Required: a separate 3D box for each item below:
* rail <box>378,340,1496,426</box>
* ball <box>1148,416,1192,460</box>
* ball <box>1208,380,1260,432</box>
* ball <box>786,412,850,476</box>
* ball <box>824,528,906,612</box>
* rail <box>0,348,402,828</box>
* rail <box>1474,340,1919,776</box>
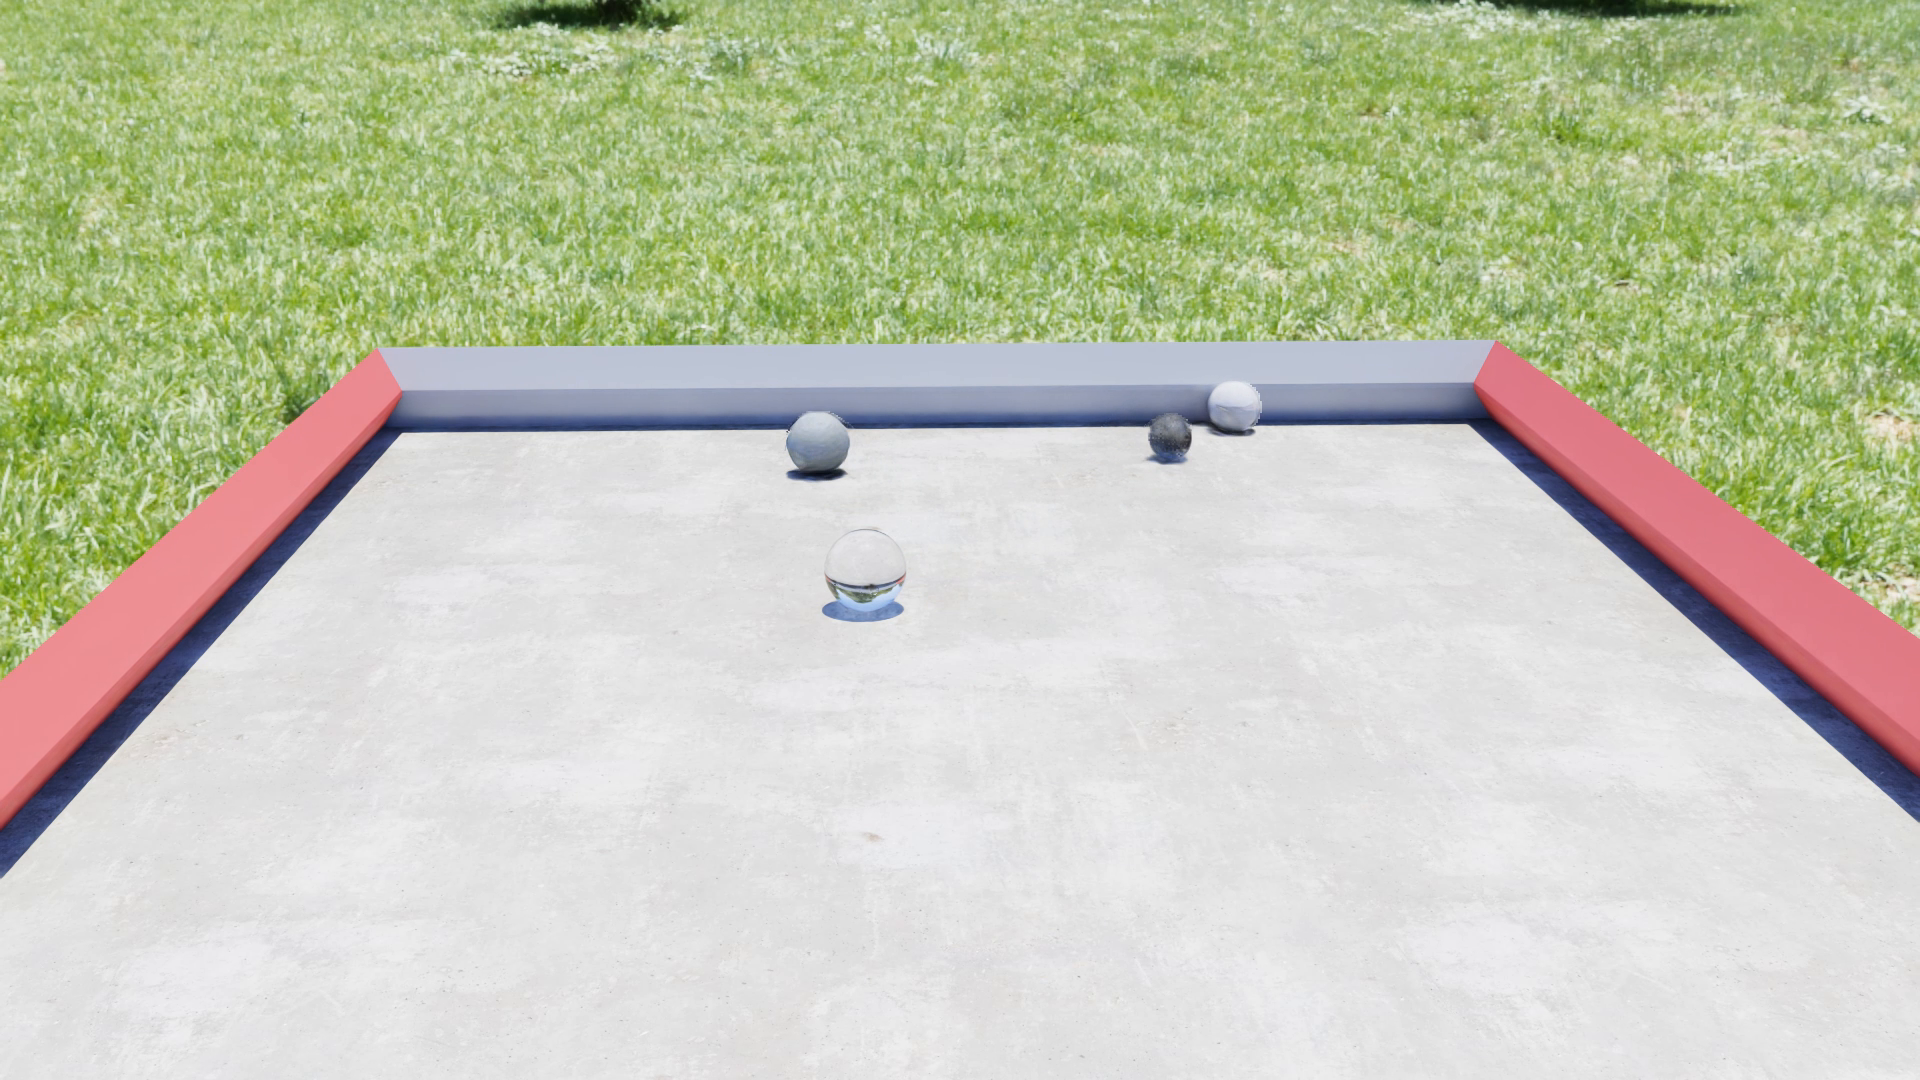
[{"bbox_3d":[-0.028,-0.242,3.457,1.766,0.125,0.045,-1,16,-2],"label":"rail"},{"bbox_3d":[0.312,-0.152,3.257,0.066,0.066,0.066,0,16,0],"label":"ball"},{"bbox_3d":[0.426,-0.208,3.425,0.080,0.080,0.080,0,16,0],"label":"ball"},{"bbox_3d":[-0.204,-0.139,3.166,0.091,0.091,0.091,0,16,0],"label":"ball"},{"bbox_3d":[-0.110,0.035,2.556,0.097,0.097,0.097,0,16,0],"label":"ball"},{"bbox_3d":[-0.830,0.216,1.876,0.045,0.125,3.281,-1,16,-2],"label":"rail"},{"bbox_3d":[0.888,0.199,1.935,0.045,0.125,3.281,-1,16,-2],"label":"rail"}]
